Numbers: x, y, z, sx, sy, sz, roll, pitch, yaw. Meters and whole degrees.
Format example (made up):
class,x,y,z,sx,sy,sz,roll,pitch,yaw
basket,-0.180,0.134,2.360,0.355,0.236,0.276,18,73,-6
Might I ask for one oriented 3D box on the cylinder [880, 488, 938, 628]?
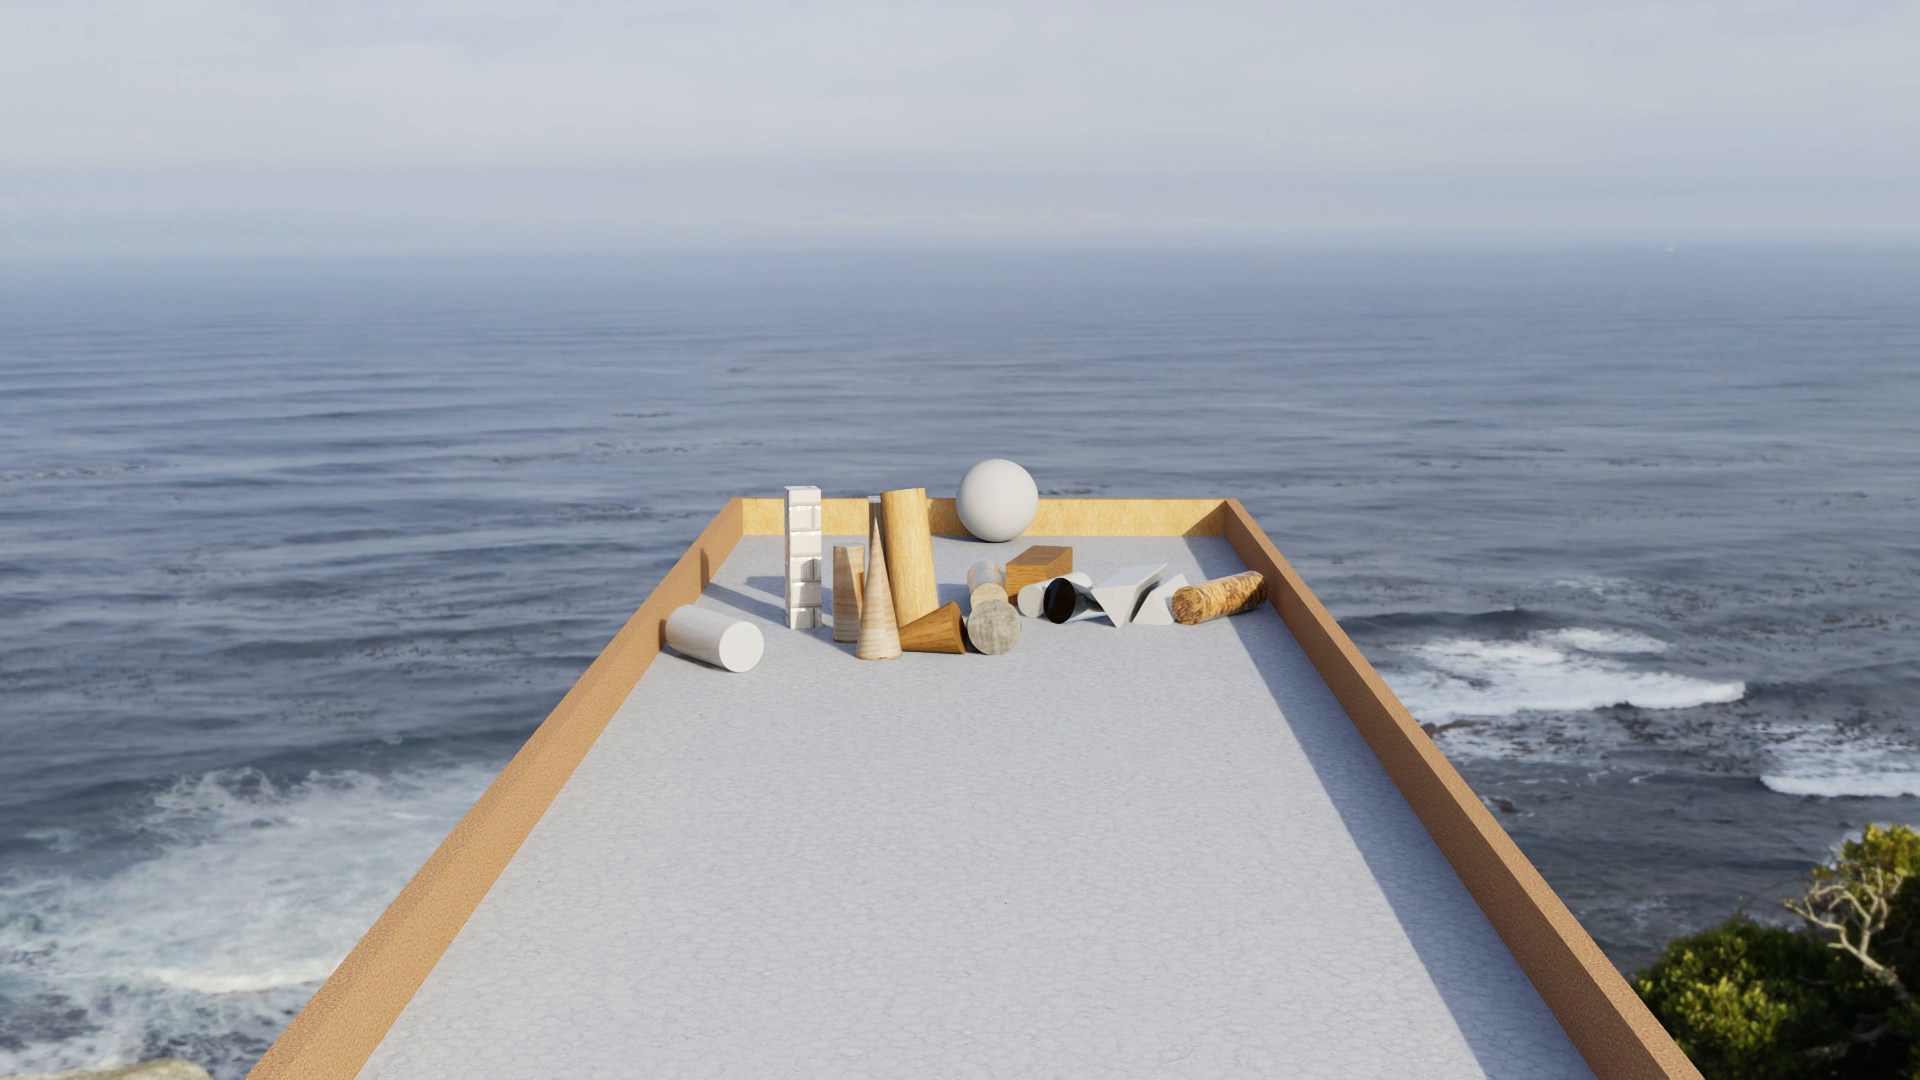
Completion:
class,x,y,z,sx,sy,sz,roll,pitch,yaw
cylinder,-0.159,0.071,7.030,0.145,0.460,0.145,-6,-1,0

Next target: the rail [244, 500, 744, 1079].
class,x,y,z,sx,sy,sz,roll,pitch,yaw
rail,-1.004,0.839,3.234,0.050,0.150,12.000,0,9,1

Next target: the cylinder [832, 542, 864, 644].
class,x,y,z,sx,sy,sz,roll,pitch,yaw
cylinder,-0.352,0.167,6.971,0.101,0.309,0.101,0,9,0

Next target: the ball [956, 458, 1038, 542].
class,x,y,z,sx,sy,sz,roll,pitch,yaw
ball,0.151,-0.160,8.941,0.339,0.339,0.339,0,9,0

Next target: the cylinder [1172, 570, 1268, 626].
class,x,y,z,sx,sy,sz,roll,pitch,yaw
cylinder,0.875,0.193,7.385,0.128,0.128,0.401,7,12,39

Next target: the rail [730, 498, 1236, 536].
class,x,y,z,sx,sy,sz,roll,pitch,yaw
rail,0.099,-0.098,9.147,2.100,0.150,0.050,0,9,1

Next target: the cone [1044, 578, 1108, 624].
class,x,y,z,sx,sy,sz,roll,pitch,yaw
cone,0.470,0.219,7.387,0.381,0.153,0.153,7,2,-41

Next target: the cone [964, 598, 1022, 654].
class,x,y,z,sx,sy,sz,roll,pitch,yaw
cone,0.054,0.280,6.971,0.173,0.173,0.410,-2,-3,-15

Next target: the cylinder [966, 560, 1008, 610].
class,x,y,z,sx,sy,sz,roll,pitch,yaw
cylinder,0.092,0.169,7.544,0.125,0.125,0.445,0,9,-1

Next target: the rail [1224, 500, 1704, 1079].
class,x,y,z,sx,sy,sz,roll,pitch,yaw
rail,1.046,0.843,3.208,0.050,0.150,12.000,0,9,1

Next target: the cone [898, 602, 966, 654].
class,x,y,z,sx,sy,sz,roll,pitch,yaw
cone,-0.159,0.305,6.830,0.327,0.166,0.166,-13,6,13

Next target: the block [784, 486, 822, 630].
class,x,y,z,sx,sy,sz,roll,pitch,yaw
block,-0.514,0.056,7.199,0.102,0.456,0.102,-2,9,-14

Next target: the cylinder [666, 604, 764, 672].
class,x,y,z,sx,sy,sz,roll,pitch,yaw
cylinder,-0.744,0.296,6.650,0.153,0.153,0.333,-6,11,-35

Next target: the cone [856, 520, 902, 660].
class,x,y,z,sx,sy,sz,roll,pitch,yaw
cone,-0.253,0.142,6.724,0.148,0.433,0.148,-1,9,0

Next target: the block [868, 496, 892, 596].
class,x,y,z,sx,sy,sz,roll,pitch,yaw
block,-0.217,0.072,7.219,0.164,0.418,0.164,-1,9,-3

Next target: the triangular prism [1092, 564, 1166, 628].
class,x,y,z,sx,sy,sz,roll,pitch,yaw
triangular prism,0.594,0.154,7.388,0.133,0.154,0.455,-38,-4,20

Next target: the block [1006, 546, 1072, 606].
class,x,y,z,sx,sy,sz,roll,pitch,yaw
block,0.282,0.125,7.760,0.144,0.144,0.424,2,9,15

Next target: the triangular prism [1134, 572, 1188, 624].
class,x,y,z,sx,sy,sz,roll,pitch,yaw
triangular prism,0.697,0.194,7.425,0.123,0.107,0.385,3,10,20

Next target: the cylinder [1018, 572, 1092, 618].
class,x,y,z,sx,sy,sz,roll,pitch,yaw
cylinder,0.326,0.185,7.485,0.112,0.112,0.309,6,11,33
